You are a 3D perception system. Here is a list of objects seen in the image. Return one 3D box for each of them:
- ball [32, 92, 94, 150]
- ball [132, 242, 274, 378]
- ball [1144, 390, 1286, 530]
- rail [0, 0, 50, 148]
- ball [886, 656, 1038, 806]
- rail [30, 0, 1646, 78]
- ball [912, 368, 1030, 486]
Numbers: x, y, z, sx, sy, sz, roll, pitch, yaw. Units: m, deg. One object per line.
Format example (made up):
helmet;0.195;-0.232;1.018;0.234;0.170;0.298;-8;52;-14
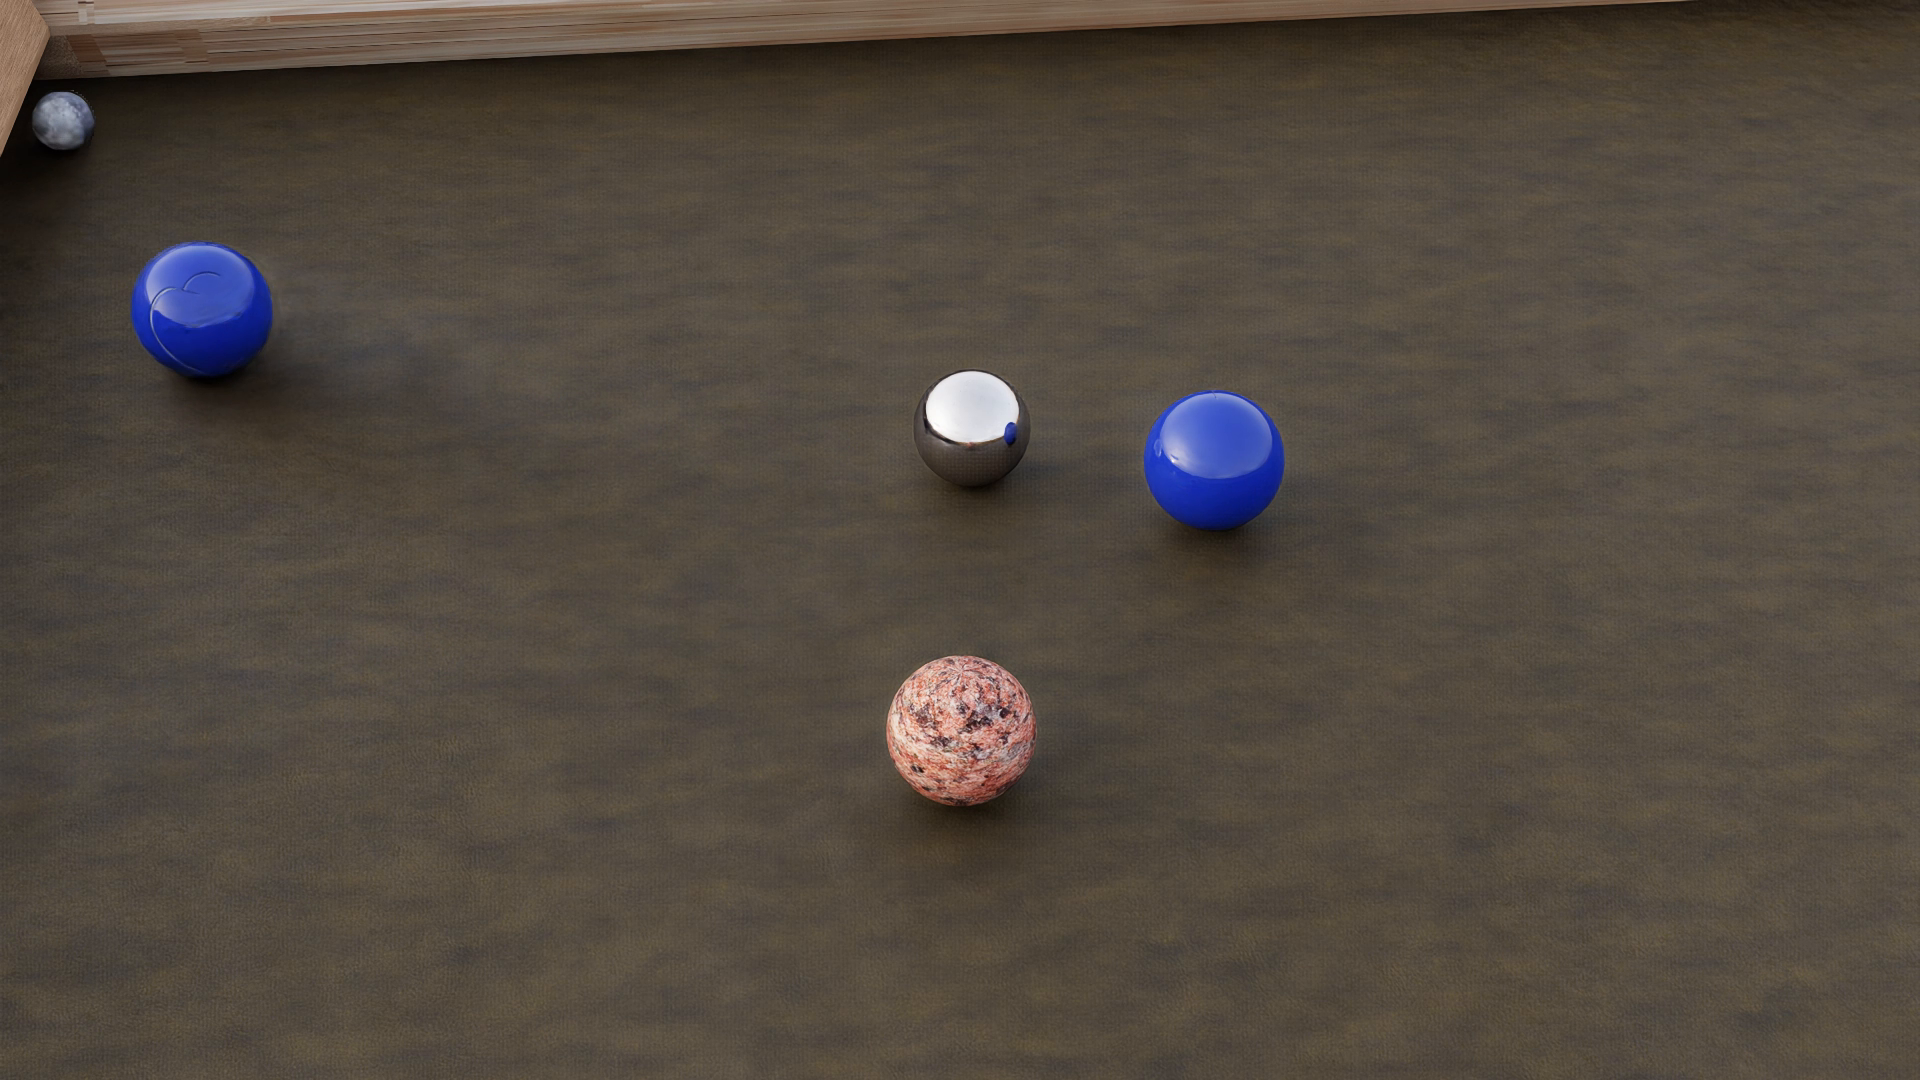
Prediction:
ball;-0.760;-0.355;2.173;0.050;0.050;0.050;0;36;0
ball;-0.552;-0.167;1.870;0.099;0.099;0.099;0;36;0
ball;0.170;-0.053;1.716;0.094;0.094;0.094;0;36;0
rail;-0.721;0.026;1.575;0.045;0.129;1.697;-4;36;-5
ball;0.001;0.111;1.494;0.088;0.088;0.088;0;36;0
rail;0.652;-0.550;2.374;2.998;0.129;0.045;-4;36;-5
ball;0.008;-0.077;1.761;0.081;0.081;0.081;0;36;0
